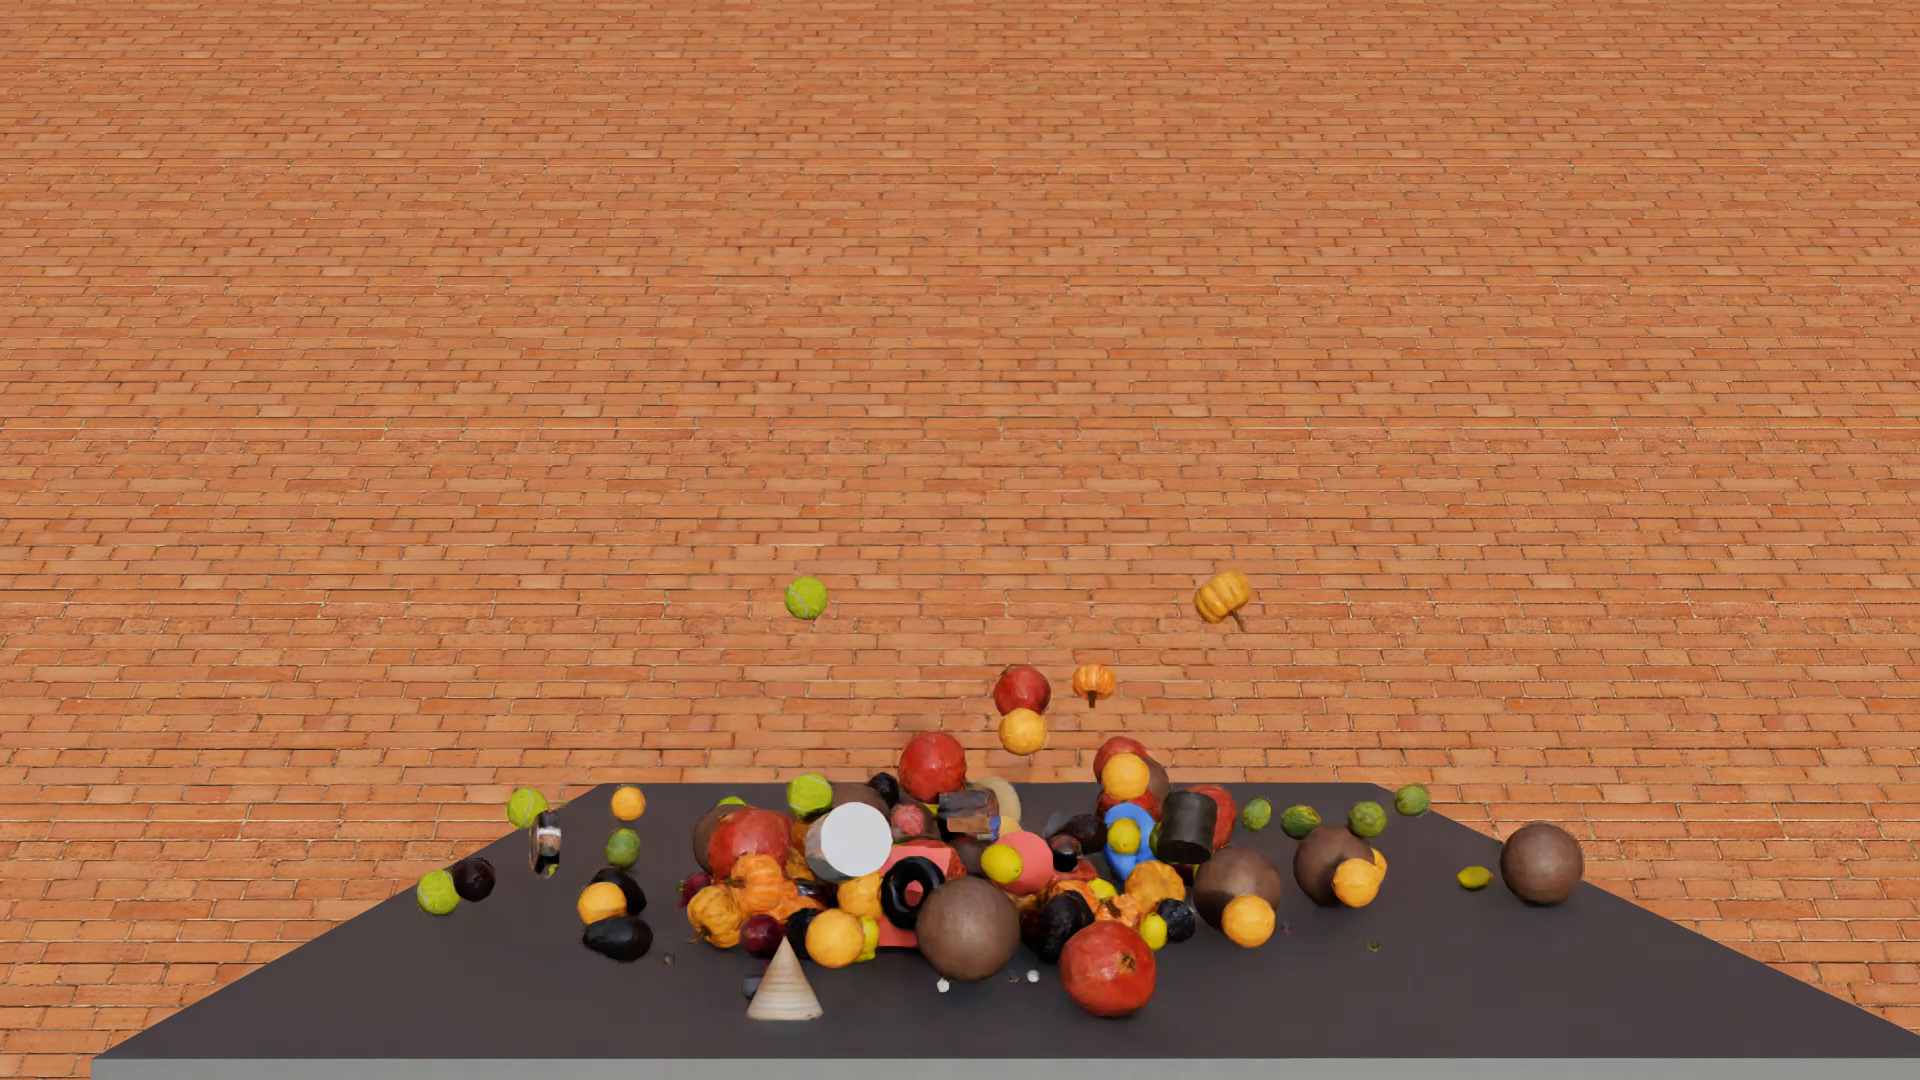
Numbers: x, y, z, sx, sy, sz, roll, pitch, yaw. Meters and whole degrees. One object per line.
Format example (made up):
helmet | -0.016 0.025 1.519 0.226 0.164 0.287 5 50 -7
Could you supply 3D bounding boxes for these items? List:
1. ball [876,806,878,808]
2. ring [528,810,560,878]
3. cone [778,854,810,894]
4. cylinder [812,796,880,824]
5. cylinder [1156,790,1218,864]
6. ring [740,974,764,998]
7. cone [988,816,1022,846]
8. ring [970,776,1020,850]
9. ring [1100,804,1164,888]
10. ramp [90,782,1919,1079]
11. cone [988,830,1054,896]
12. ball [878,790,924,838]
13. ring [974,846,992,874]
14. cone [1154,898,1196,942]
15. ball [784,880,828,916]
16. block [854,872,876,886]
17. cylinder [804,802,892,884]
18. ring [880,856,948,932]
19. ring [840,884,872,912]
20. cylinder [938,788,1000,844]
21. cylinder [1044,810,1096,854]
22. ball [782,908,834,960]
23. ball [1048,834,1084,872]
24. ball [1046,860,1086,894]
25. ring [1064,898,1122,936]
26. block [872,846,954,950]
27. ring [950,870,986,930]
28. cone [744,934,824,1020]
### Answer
ball | -0.166 0.579 5.408 0.053 0.053 0.053 0 33 0
ring | -0.681 0.500 4.253 0.037 0.112 0.112 4 31 -20
cone | -0.283 0.541 4.251 0.061 0.061 0.061 -22 -3 -1
cylinder | -0.208 0.526 4.798 0.094 0.094 0.094 -29 22 -37
cylinder | 0.321 0.406 3.657 0.077 0.077 0.077 6 59 9
ring | -0.231 0.548 3.182 0.077 0.026 0.077 1 -2 0
cone | 0.087 0.519 4.528 0.063 0.063 0.063 -6 73 19
ring | 0.059 0.522 4.939 0.050 0.149 0.149 11 22 -38
ring | 0.290 0.512 4.355 0.048 0.145 0.145 -24 18 36
ramp | 0.074 0.642 4.761 2.000 0.100 4.000 0 -1 0
cone | 0.080 0.451 3.527 0.091 0.091 0.091 3 7 5
ball | -0.120 0.555 5.255 0.096 0.096 0.096 0 33 0
ring | 0.099 0.564 4.562 0.148 0.049 0.148 1 -2 0
cone | 0.288 0.549 3.656 0.066 0.066 0.066 19 27 27
ball | -0.231 0.543 3.886 0.065 0.065 0.065 0 33 0
block | -0.137 0.552 4.173 0.057 0.057 0.057 0 -1 -12
cylinder | -0.138 0.374 3.199 0.090 0.090 0.090 4 76 -15
ring | -0.060 0.458 3.360 0.098 0.098 0.033 25 1 33
ring | -0.134 0.560 4.068 0.108 0.036 0.108 -1 -3 0
cylinder | 0.014 0.415 3.902 0.077 0.077 0.077 -6 32 14
cylinder | 0.202 0.541 4.768 0.069 0.069 0.069 25 40 24
ball | -0.204 0.531 3.497 0.070 0.070 0.070 0 33 0
ball | 0.152 0.454 3.760 0.056 0.056 0.056 0 33 0
ball | 0.168 0.542 4.279 0.081 0.081 0.081 0 33 0
ring | 0.191 0.537 3.702 0.083 0.028 0.083 -2 22 1
block | -0.064 0.494 3.588 0.098 0.098 0.098 2 31 7
ring | 0.000 0.528 3.803 0.086 0.086 0.029 -26 10 -34
cone | -0.206 0.511 3.054 0.094 0.094 0.094 0 -1 0
